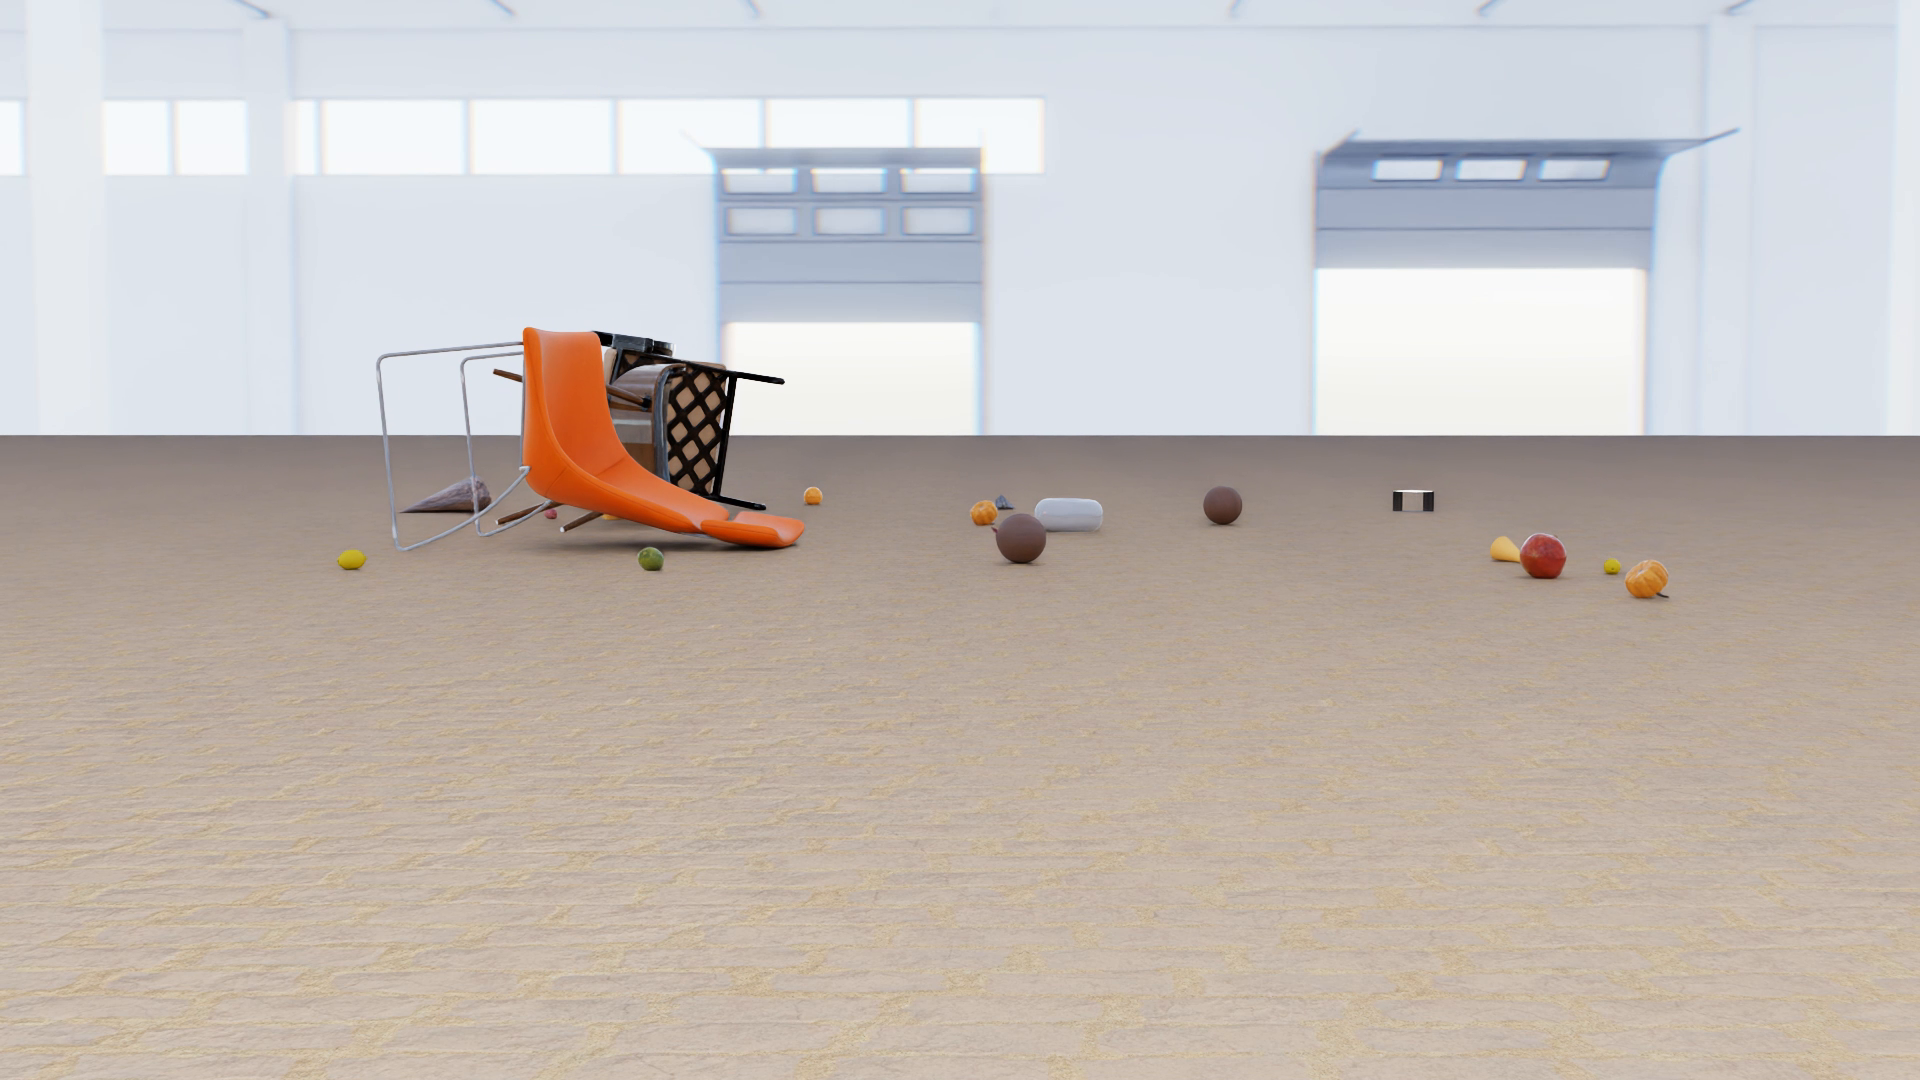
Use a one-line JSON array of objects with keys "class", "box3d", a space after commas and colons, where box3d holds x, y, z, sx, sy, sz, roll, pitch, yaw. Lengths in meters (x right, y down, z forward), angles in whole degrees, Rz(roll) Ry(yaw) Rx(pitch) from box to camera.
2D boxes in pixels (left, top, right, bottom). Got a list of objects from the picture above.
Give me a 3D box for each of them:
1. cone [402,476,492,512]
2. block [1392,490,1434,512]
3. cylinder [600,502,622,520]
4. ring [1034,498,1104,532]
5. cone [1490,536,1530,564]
[{"class": "cone", "box3d": [-1.901, -0.135, 8.037, 0.311, 0.130, 0.264, -15, 17, -25]}, {"class": "block", "box3d": [1.665, -0.142, 8.075, 0.099, 0.074, 0.109, -3, 5, -35]}, {"class": "cylinder", "box3d": [-1.198, -0.100, 7.545, 0.050, 0.060, 0.074, -2, 26, -28]}, {"class": "ring", "box3d": [0.344, -0.078, 6.956, 0.226, 0.101, 0.170, 0, 5, -19]}, {"class": "cone", "box3d": [1.442, 0.042, 5.700, 0.065, 0.067, 0.134, 20, 9, -28]}]
